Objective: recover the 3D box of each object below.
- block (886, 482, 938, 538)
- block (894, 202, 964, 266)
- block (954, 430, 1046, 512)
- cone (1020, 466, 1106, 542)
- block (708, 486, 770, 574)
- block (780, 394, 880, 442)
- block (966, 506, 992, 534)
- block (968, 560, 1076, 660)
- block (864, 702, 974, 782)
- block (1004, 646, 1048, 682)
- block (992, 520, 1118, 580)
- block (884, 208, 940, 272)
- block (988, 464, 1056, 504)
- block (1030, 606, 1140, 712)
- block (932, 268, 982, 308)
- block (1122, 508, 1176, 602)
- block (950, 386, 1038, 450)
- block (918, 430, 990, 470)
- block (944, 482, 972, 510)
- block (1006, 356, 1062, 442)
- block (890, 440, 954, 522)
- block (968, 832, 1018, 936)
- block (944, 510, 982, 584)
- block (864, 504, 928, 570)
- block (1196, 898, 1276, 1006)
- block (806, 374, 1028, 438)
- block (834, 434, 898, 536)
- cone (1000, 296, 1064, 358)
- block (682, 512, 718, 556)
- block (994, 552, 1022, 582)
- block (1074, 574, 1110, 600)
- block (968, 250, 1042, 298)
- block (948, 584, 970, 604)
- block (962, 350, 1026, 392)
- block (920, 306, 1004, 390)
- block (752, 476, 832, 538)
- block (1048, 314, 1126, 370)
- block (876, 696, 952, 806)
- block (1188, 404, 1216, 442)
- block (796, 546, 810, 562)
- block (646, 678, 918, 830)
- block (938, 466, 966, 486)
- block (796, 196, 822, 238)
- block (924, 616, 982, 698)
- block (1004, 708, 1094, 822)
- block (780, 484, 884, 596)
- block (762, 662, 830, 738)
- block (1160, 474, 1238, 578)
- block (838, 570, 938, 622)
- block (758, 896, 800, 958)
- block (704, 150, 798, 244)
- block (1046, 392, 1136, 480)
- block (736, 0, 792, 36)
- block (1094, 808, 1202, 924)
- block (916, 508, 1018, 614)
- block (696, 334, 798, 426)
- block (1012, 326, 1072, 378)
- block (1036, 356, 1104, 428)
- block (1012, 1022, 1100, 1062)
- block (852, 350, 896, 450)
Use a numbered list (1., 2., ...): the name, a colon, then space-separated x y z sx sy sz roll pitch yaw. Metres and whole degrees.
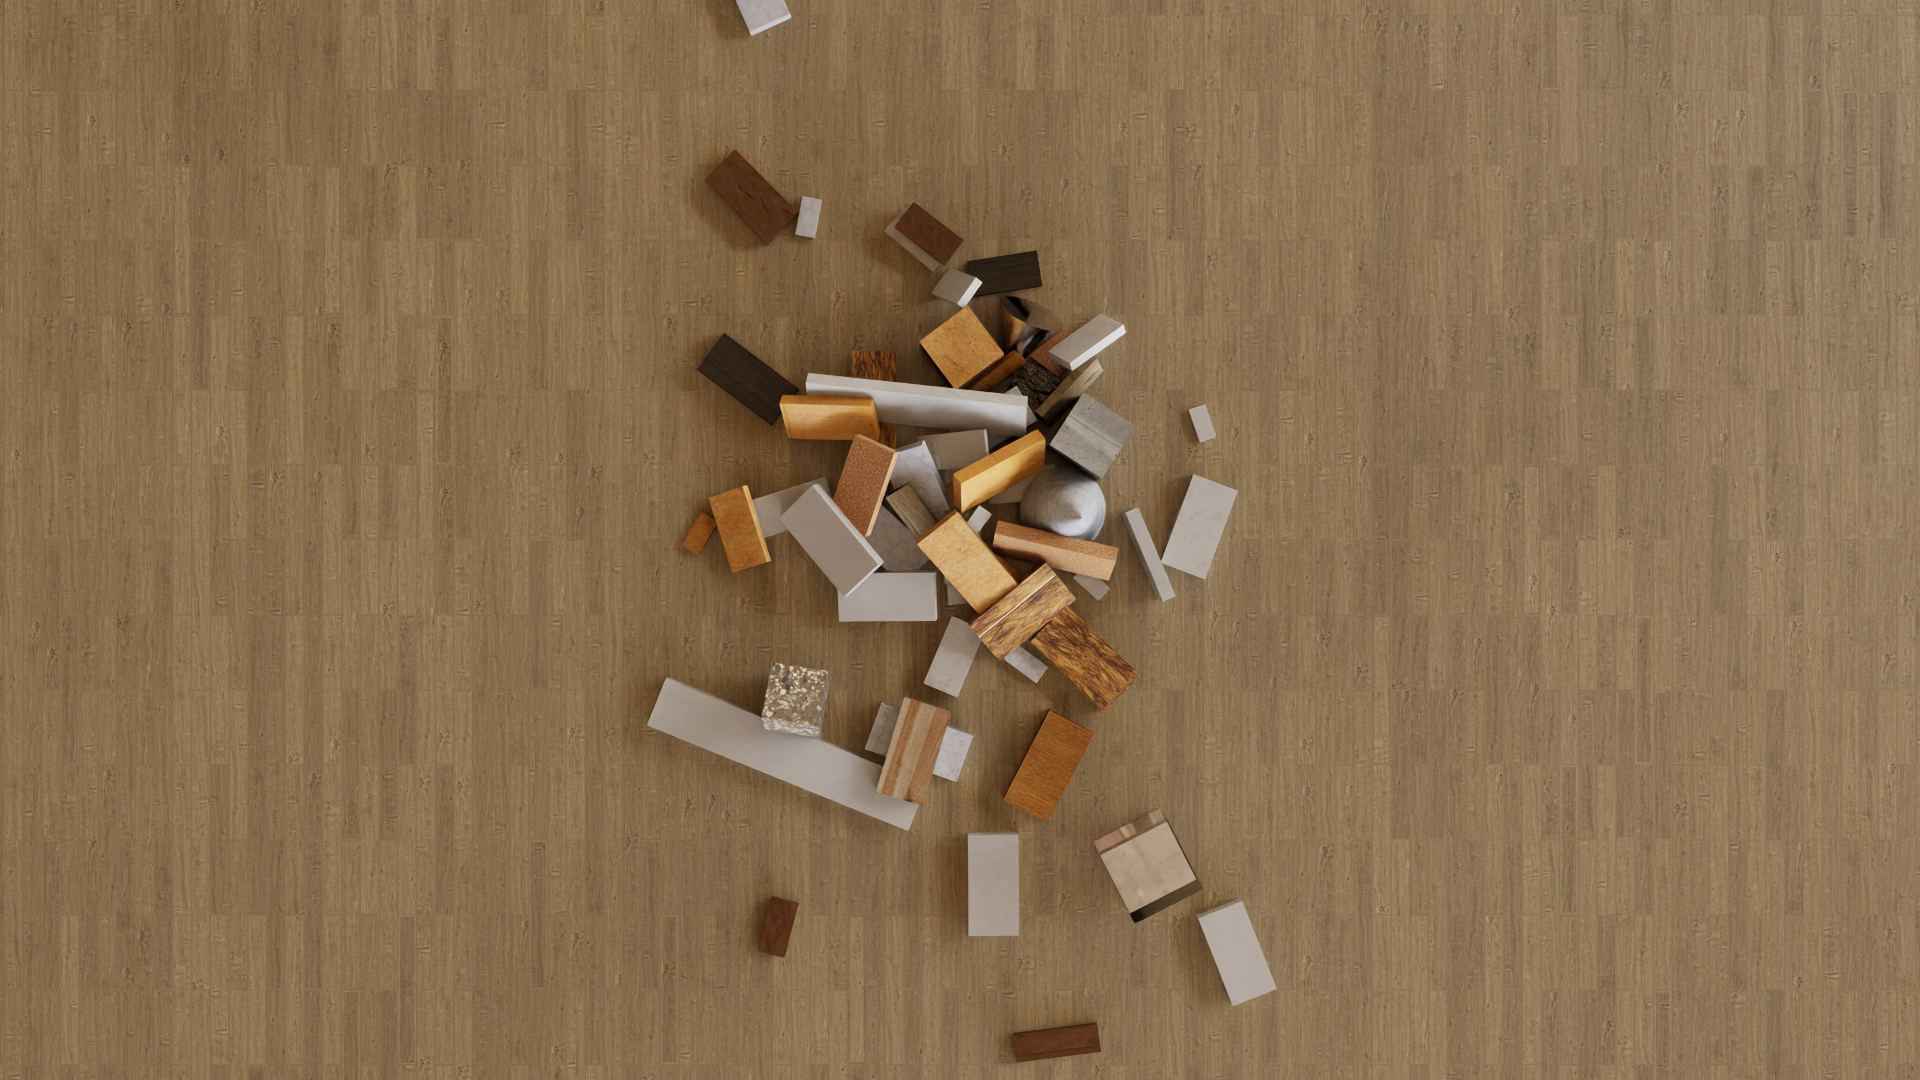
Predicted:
1. block: -0.152 -0.094 5.407 0.092 0.026 0.184 -29 109 24
2. block: -0.102 -1.012 5.456 0.208 0.029 0.104 37 90 0
3. block: 0.128 -0.223 5.355 0.326 0.163 0.046 -29 60 -17
4. cone: 0.362 -0.083 5.331 0.290 0.290 0.290 -1 96 -8
5. block: -0.729 -0.035 5.462 0.131 0.037 0.262 -18 90 18
6. block: -0.425 -0.399 5.400 0.306 0.153 0.043 2 47 11
7. block: 0.026 -0.023 5.374 0.050 0.014 0.191 35 104 -10
8. block: 0.204 0.232 5.434 0.326 0.046 0.163 -39 105 4
9. block: -0.136 0.670 5.477 0.323 0.046 0.162 20 90 0
10. block: 0.219 0.409 5.490 0.135 0.019 0.068 37 90 0
11. block: 0.308 0.036 5.405 0.400 0.169 0.048 13 67 2
12. block: -0.138 -0.998 5.485 0.208 0.029 0.104 40 90 0
13. block: 0.206 -0.185 5.484 0.228 0.032 0.114 -5 90 0
14. block: 0.414 0.391 5.476 0.338 0.048 0.169 43 90 0
15. block: -0.012 -0.826 5.403 0.029 0.208 0.104 35 90 -31
16. block: 0.617 0.047 5.422 0.044 0.156 0.312 -23 90 0
17. block: 0.109 -0.382 5.429 0.264 0.037 0.132 -31 90 7
18. block: -0.021 -0.293 5.374 0.228 0.032 0.114 -5 94 18
19. block: 0.006 -0.240 5.481 0.132 0.037 0.264 14 90 0
20. block: 0.209 -0.460 5.455 0.132 0.037 0.264 36 101 2
21. block: -0.132 -0.170 5.401 0.148 0.042 0.297 -16 114 19
22. block: 0.111 1.142 5.476 0.167 0.047 0.333 0 90 0
23. block: 0.009 0.024 5.414 0.122 0.034 0.243 0 107 0
24. block: -0.245 -0.004 5.469 0.297 0.042 0.148 42 89 -3
25. block: 0.918 1.368 5.478 0.156 0.044 0.312 -22 90 0
26. block: -0.140 -0.438 5.361 0.717 0.153 0.043 7 53 6
27. block: -0.317 -0.177 5.366 0.149 0.042 0.297 25 107 16
28. cone: 0.194 -0.648 5.448 0.231 0.231 0.231 24 117 0
29. block: -0.864 -0.022 5.491 0.065 0.018 0.130 31 90 0
30. block: 0.145 0.111 5.473 0.135 0.019 0.067 40 90 -15
31. block: 0.437 0.143 5.492 0.115 0.016 0.058 42 90 0
32. block: 0.148 -0.884 5.483 0.234 0.033 0.117 -9 90 0
33. block: 0.014 0.089 5.483 0.121 0.034 0.243 -4 90 0
34. block: 0.113 -0.542 5.437 0.217 0.065 0.018 -36 53 18
35. block: 0.005 -0.619 5.402 0.195 0.195 0.195 -37 90 0
36. block: -0.553 -0.108 5.481 0.262 0.037 0.131 -18 90 0
37. block: 0.416 -0.651 5.414 0.234 0.117 0.033 -36 132 -17
38. block: -0.152 0.694 5.431 0.162 0.046 0.323 17 90 0
39. block: 0.806 -0.388 5.492 0.058 0.016 0.115 -19 90 0
40. block: -0.495 0.020 5.493 0.050 0.014 0.100 45 90 0
41. block: -0.572 0.710 5.476 0.932 0.047 0.167 22 90 0
42. block: -0.077 -0.240 5.434 0.300 0.037 0.131 -22 89 18
43. block: -0.504 -1.073 5.491 0.065 0.018 0.130 11 90 0
44. block: -0.018 0.387 5.483 0.122 0.034 0.243 23 90 0
45. block: 0.293 0.749 5.476 0.166 0.047 0.333 27 90 0
46. block: -0.421 0.000 5.388 0.169 0.048 0.338 -43 82 22
47. block: -0.535 0.524 5.384 0.183 0.183 0.183 9 72 0
48. block: 0.792 -0.044 5.478 0.156 0.044 0.312 20 90 0
49. block: -0.240 0.184 5.443 0.323 0.046 0.162 -1 100 7
50. block: -0.604 1.287 5.487 0.092 0.026 0.184 15 90 0
51. block: -0.693 -1.138 5.479 0.146 0.041 0.293 -45 90 0
52. block: 0.427 -0.337 5.400 0.201 0.201 0.201 33 90 0
53. block: -0.689 -1.845 5.479 0.146 0.041 0.293 -24 90 0
54. block: 0.610 1.059 5.378 0.245 0.245 0.245 -27 90 0
55. block: 0.024 0.072 5.375 0.163 0.046 0.326 -38 110 9
56. block: -0.704 -0.533 5.478 0.306 0.043 0.153 37 90 0
57. block: 0.296 -0.593 5.483 0.234 0.033 0.117 -43 90 0
58. block: 0.362 -0.492 5.441 0.262 0.114 0.032 -47 68 0
59. block: 0.322 1.671 5.487 0.282 0.026 0.092 -7 90 0
60. block: -0.286 -0.441 5.479 0.146 0.041 0.370 0 90 0
